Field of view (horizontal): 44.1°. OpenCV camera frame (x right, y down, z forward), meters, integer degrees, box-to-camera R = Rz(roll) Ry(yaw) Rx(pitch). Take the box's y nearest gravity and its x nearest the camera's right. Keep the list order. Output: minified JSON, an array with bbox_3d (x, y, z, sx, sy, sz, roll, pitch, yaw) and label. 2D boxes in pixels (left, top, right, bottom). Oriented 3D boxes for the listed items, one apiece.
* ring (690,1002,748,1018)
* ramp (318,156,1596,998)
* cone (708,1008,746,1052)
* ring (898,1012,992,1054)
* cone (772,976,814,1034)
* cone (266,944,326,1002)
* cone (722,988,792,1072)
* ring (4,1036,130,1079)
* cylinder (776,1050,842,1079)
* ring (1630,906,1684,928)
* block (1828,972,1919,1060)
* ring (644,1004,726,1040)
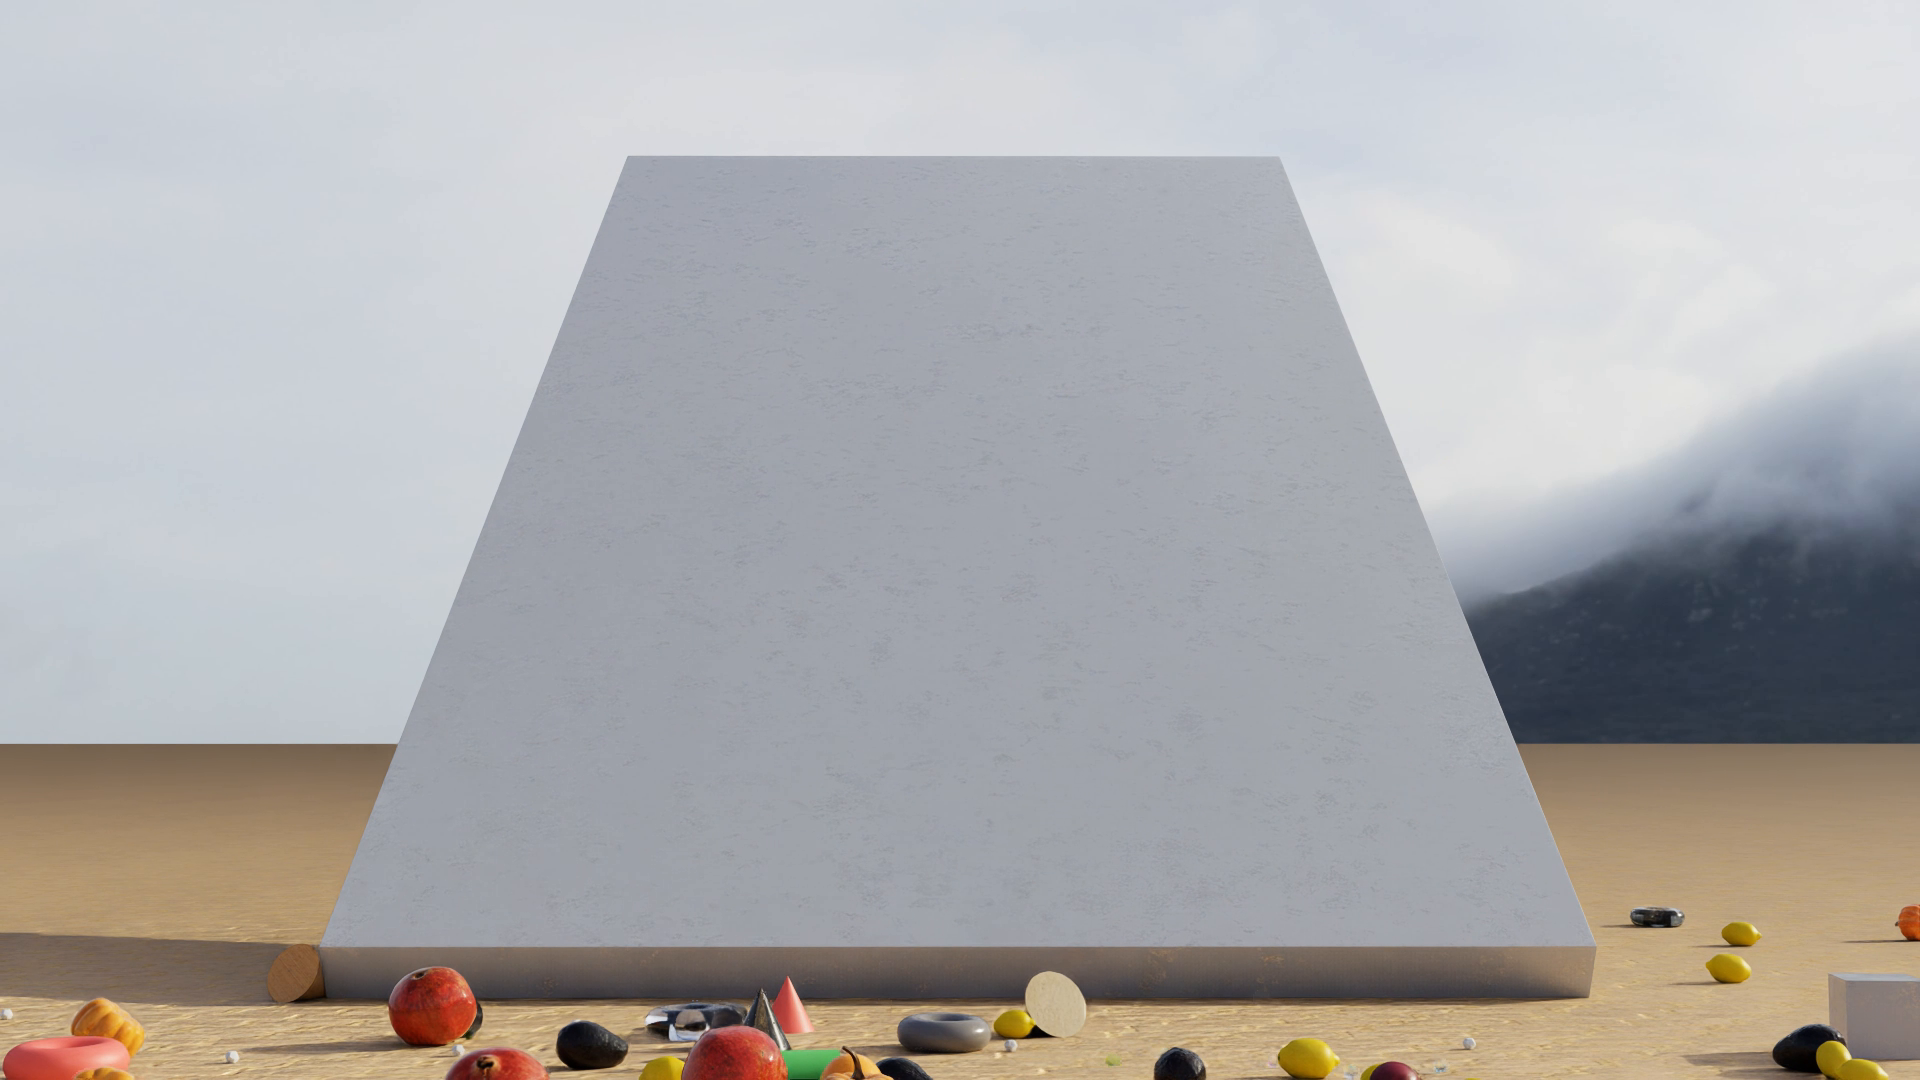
[{"bbox_3d":[-0.353,0.677,3.372,0.102,0.034,0.102,0,-6,0],"label":"ring"},{"bbox_3d":[-0.011,-0.226,5.515,2.000,0.100,4.000,0,27,0],"label":"ramp"},{"bbox_3d":[-0.317,0.660,3.126,0.061,0.061,0.061,-3,21,30],"label":"cone"},{"bbox_3d":[-0.021,0.654,3.148,0.126,0.042,0.126,1,-4,0],"label":"ring"},{"bbox_3d":[-0.243,0.653,3.345,0.077,0.077,0.077,0,-5,0],"label":"cone"},{"bbox_3d":[-1.025,0.703,3.751,0.098,0.098,0.098,-2,-32,27],"label":"cone"},{"bbox_3d":[-0.251,0.612,2.984,0.098,0.098,0.098,0,-5,0],"label":"cone"},{"bbox_3d":[-1.070,0.626,2.841,0.143,0.048,0.143,-1,-3,0],"label":"ring"},{"bbox_3d":[-0.168,0.600,2.634,0.065,0.065,0.065,1,-5,-11],"label":"cylinder"},{"bbox_3d":[1.528,0.826,5.195,0.117,0.039,0.117,1,-3,0],"label":"ring"},{"bbox_3d":[1.198,0.621,3.096,0.099,0.099,0.099,-1,-5,7],"label":"block"},{"bbox_3d":[-0.371,0.664,3.267,0.126,0.042,0.126,-1,-6,0],"label":"ring"}]
